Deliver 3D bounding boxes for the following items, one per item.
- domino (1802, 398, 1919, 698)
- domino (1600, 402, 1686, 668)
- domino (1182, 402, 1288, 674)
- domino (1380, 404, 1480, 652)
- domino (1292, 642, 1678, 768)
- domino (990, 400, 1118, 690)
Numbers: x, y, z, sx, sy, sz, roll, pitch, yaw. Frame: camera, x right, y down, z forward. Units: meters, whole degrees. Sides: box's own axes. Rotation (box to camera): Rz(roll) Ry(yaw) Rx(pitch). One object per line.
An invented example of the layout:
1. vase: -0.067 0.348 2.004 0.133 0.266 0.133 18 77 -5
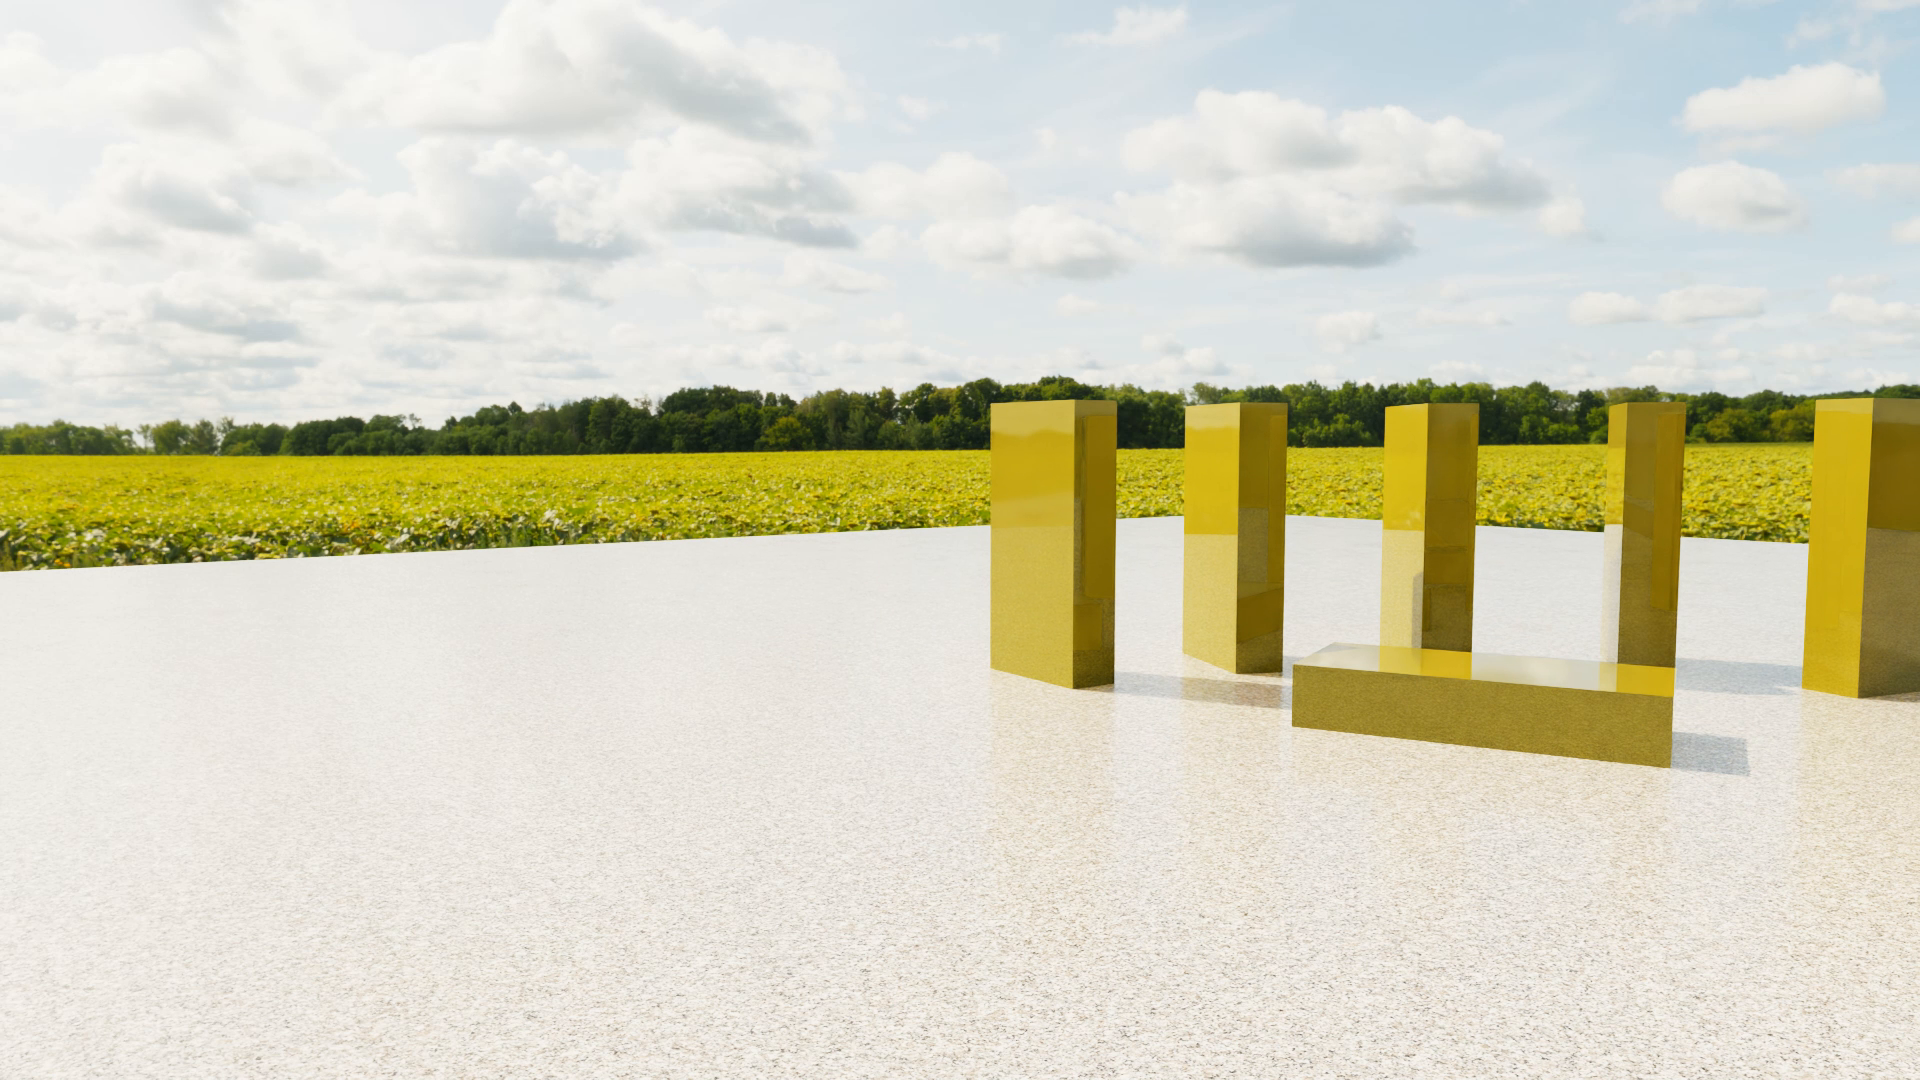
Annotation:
1. domino: 0.160 0.001 0.222 0.025 0.050 0.010 -2 5 -22
2. domino: 0.130 -0.001 0.246 0.009 0.050 0.025 2 5 20
3. domino: 0.053 -0.001 0.249 0.009 0.050 0.025 -1 4 -13
4. domino: 0.092 -0.001 0.252 0.009 0.050 0.025 0 4 1
5. domino: 0.078 0.024 0.191 0.050 0.009 0.025 2 5 30
6. domino: 0.017 0.000 0.234 0.010 0.050 0.025 -3 5 -33
